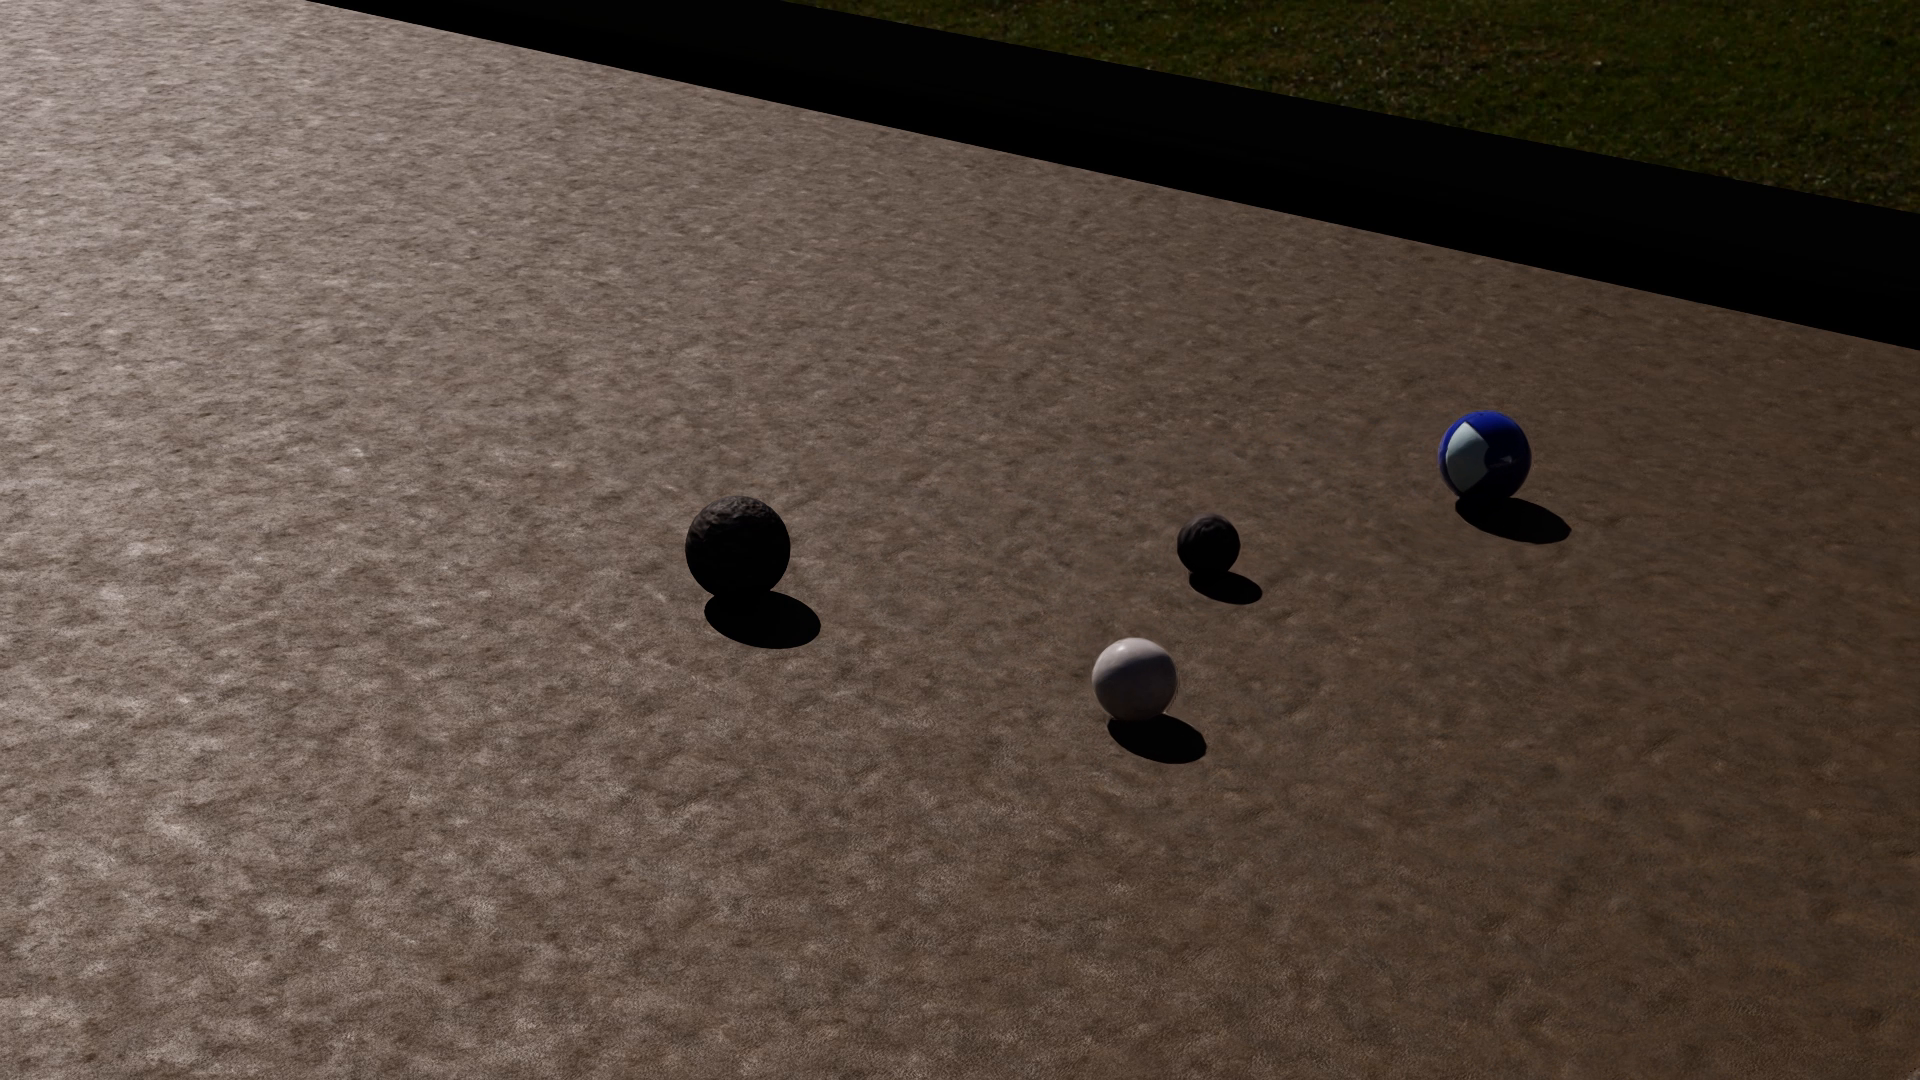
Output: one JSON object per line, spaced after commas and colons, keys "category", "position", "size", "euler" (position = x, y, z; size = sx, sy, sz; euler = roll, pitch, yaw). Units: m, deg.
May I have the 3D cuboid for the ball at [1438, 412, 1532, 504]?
{"category": "ball", "position": [0.480, -0.075, 2.690], "size": [0.085, 0.085, 0.085], "euler": [0, 22, 0]}

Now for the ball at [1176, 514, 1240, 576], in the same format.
{"category": "ball", "position": [0.214, 0.004, 2.534], "size": [0.055, 0.055, 0.055], "euler": [0, 22, 0]}

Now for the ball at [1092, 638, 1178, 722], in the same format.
{"category": "ball", "position": [0.134, 0.108, 2.264], "size": [0.065, 0.065, 0.065], "euler": [0, 22, 0]}

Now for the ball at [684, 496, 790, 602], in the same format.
{"category": "ball", "position": [-0.187, 0.007, 2.481], "size": [0.089, 0.089, 0.089], "euler": [0, 22, 0]}

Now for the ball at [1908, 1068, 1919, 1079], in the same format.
{"category": "ball", "position": [0.577, 0.334, 1.696], "size": [0.072, 0.072, 0.072], "euler": [0, 22, 0]}

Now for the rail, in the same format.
{"category": "rail", "position": [-0.042, -0.628, 4.002], "size": [4.359, 0.123, 0.045], "euler": [18, 28, 37]}
